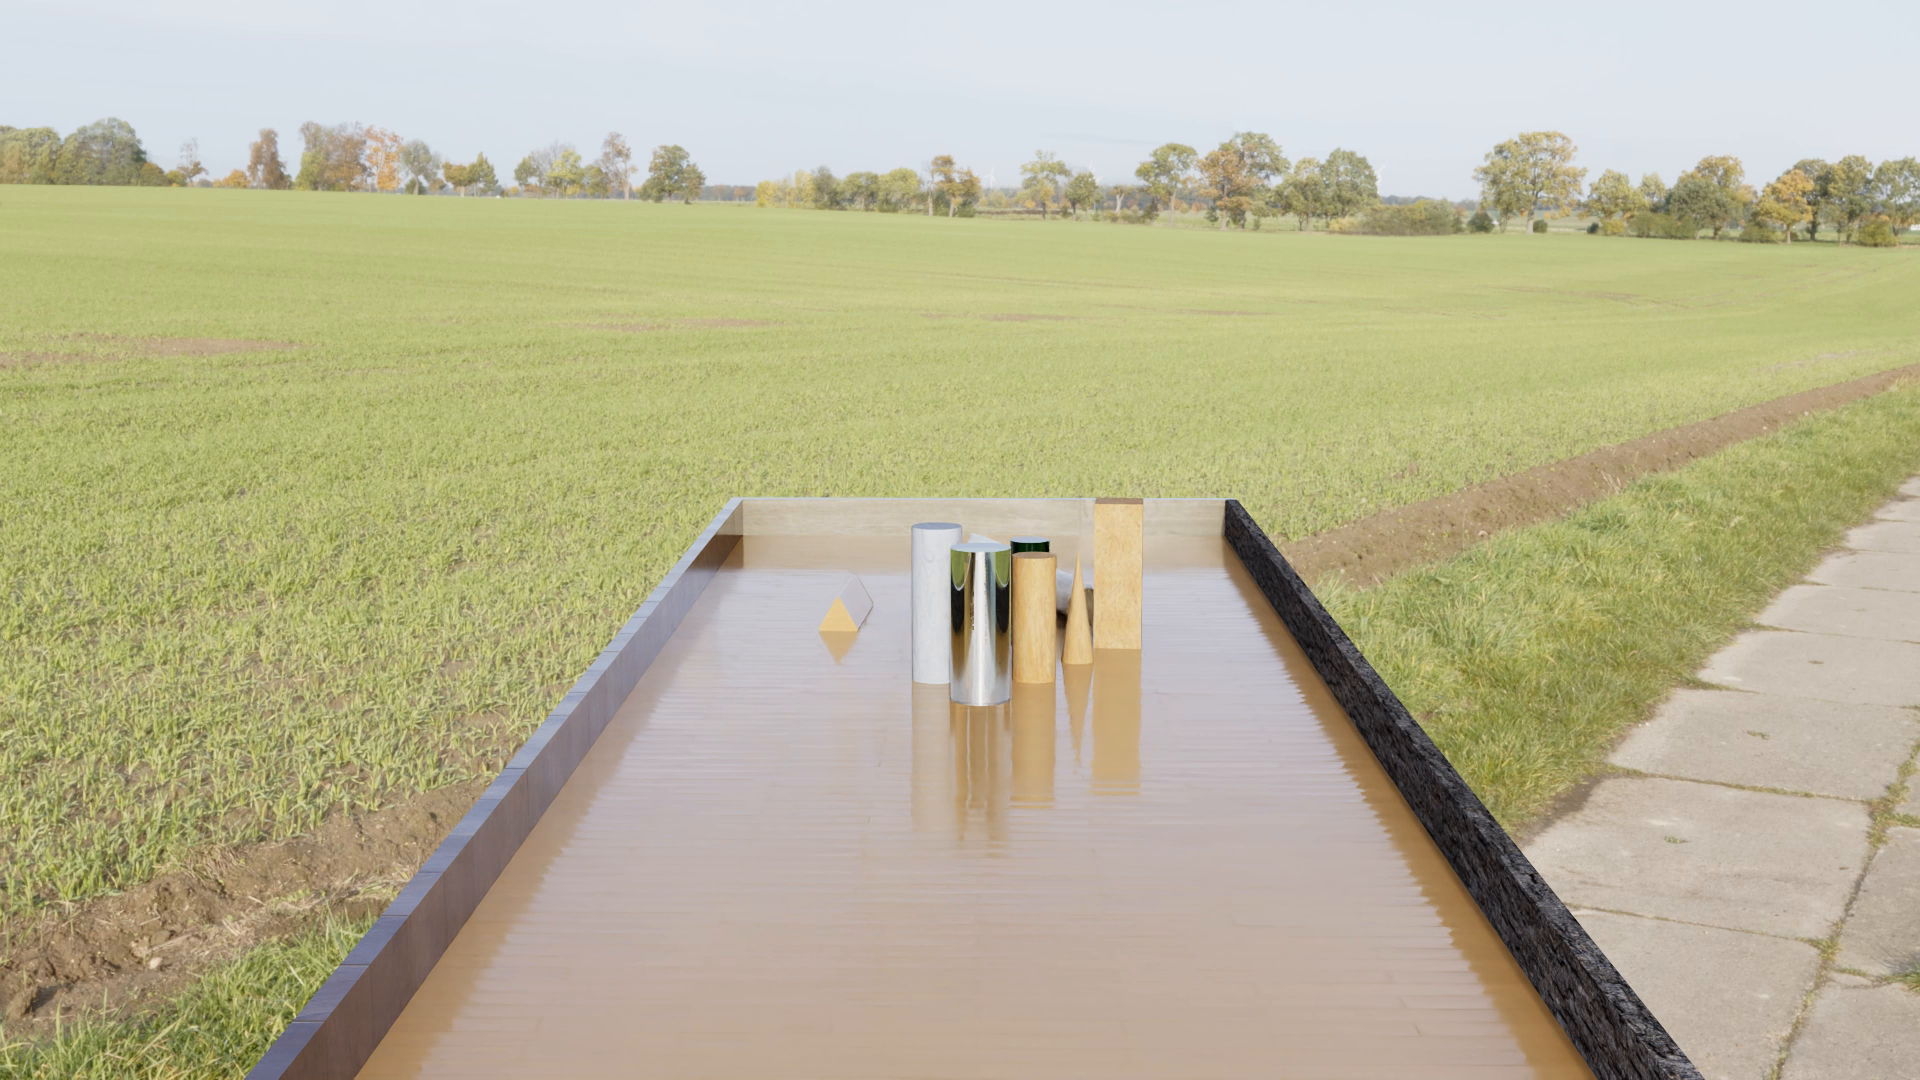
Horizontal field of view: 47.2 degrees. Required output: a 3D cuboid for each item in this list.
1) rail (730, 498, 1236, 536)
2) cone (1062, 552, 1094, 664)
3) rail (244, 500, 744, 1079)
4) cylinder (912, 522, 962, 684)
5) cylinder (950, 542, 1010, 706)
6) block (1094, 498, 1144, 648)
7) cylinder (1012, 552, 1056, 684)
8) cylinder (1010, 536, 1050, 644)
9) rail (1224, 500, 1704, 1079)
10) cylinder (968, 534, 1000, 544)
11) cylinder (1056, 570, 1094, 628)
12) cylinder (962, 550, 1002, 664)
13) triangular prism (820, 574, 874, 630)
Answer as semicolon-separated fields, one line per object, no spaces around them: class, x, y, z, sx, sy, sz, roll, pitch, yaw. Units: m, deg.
rail;0.099;-0.098;9.147;2.100;0.150;0.050;0;9;1
cone;0.358;0.196;6.666;0.101;0.346;0.101;0;9;0
rail;-1.004;0.839;3.234;0.050;0.150;12.000;0;9;1
cylinder;-0.068;0.183;6.414;0.148;0.452;0.148;0;9;0
cylinder;0.057;0.234;6.153;0.170;0.432;0.170;0;9;0
block;0.498;0.103;6.907;0.148;0.455;0.148;1;9;5
cylinder;0.216;0.225;6.418;0.129;0.366;0.129;0;9;0
cylinder;0.219;0.163;6.921;0.124;0.332;0.124;0;9;0
rail;1.046;0.843;3.208;0.050;0.150;12.000;0;9;1
cylinder;0.038;0.148;6.991;0.139;0.311;0.139;23;8;-3
cylinder;0.377;0.195;7.367;0.129;0.129;0.363;-2;9;-14
cylinder;0.058;0.201;6.701;0.146;0.326;0.146;0;9;0
triangular prism;-0.378;0.203;7.359;0.127;0.110;0.456;1;9;4
